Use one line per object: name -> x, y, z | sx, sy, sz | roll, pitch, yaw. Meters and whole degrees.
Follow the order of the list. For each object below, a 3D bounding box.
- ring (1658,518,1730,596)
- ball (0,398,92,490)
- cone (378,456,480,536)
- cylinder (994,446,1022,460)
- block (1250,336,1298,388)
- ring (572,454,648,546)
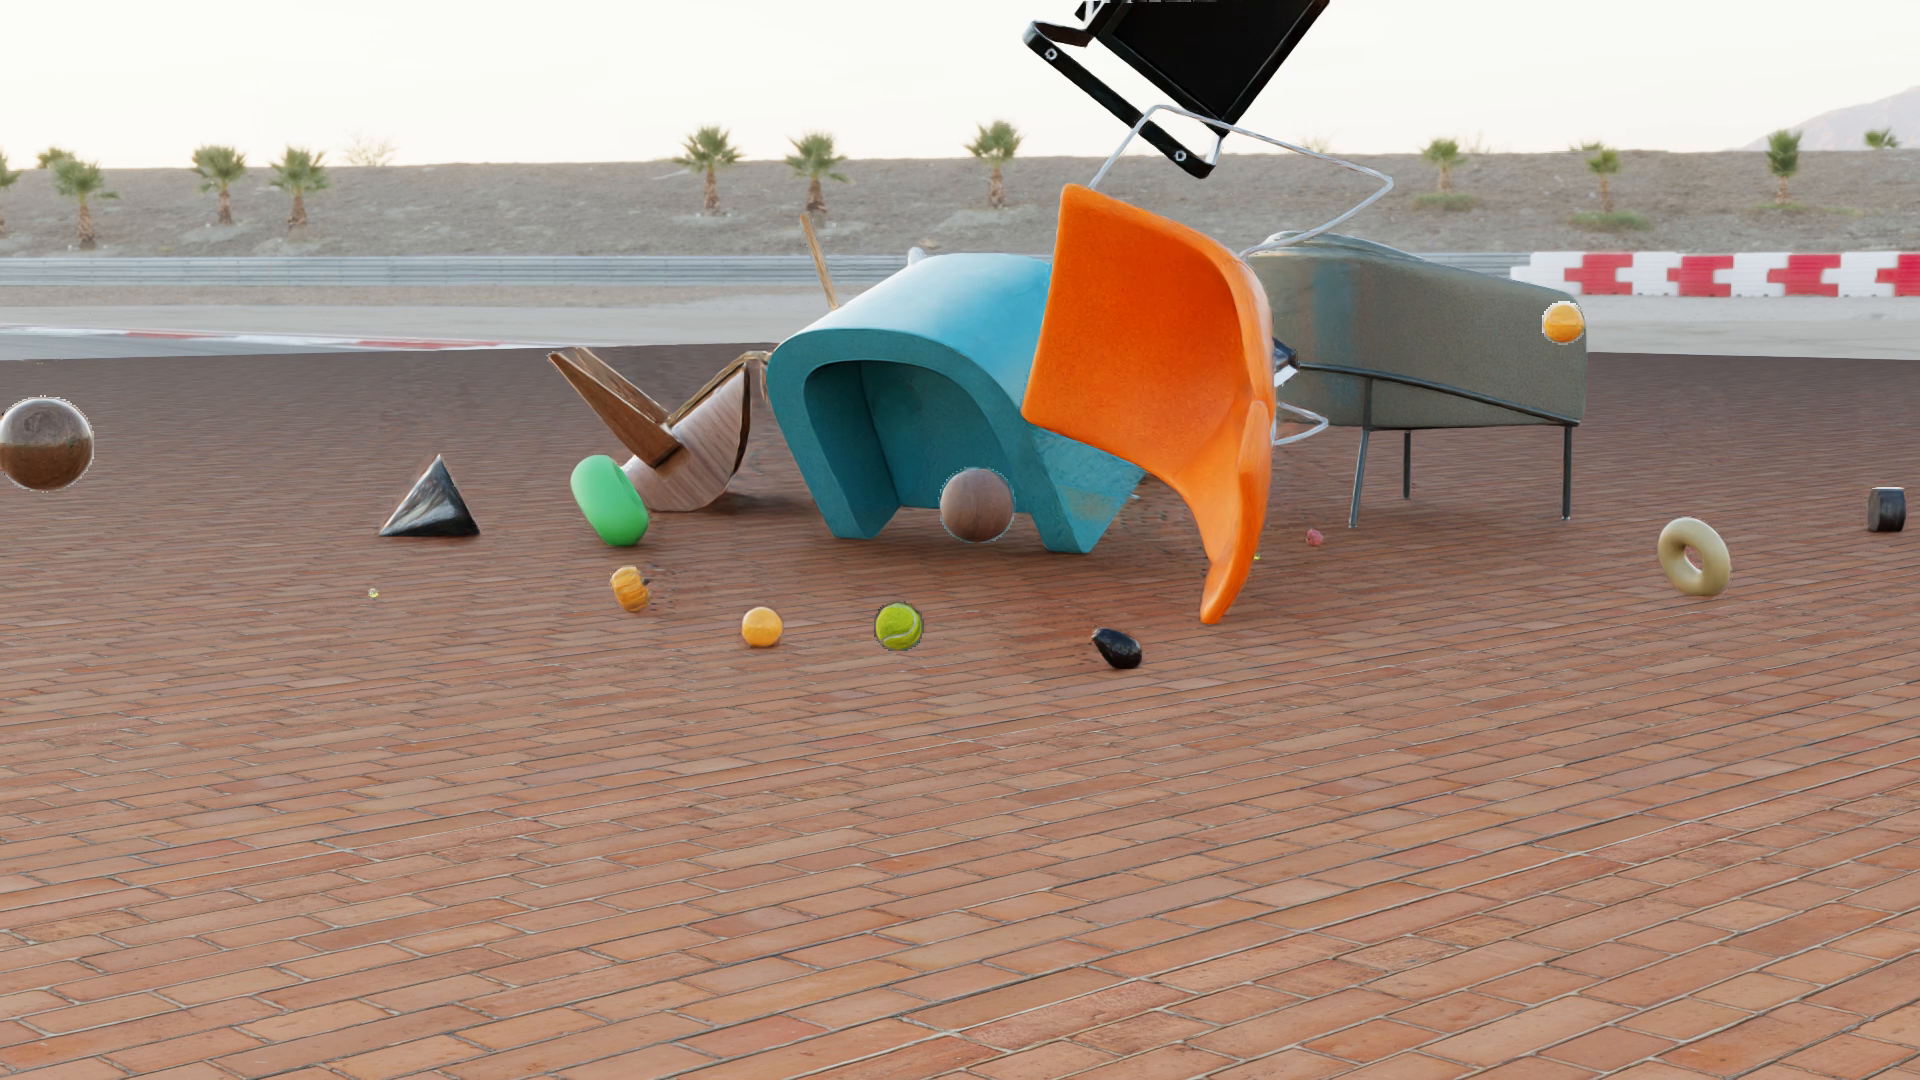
ring -> 1.515, 0.037, 5.293 | 0.057, 0.176, 0.156 | -24, -9, -35
ball -> -2.383, -0.250, 6.674 | 0.240, 0.240, 0.240 | 0, 6, 0
cone -> -1.374, -0.062, 6.514 | 0.231, 0.242, 0.211 | -28, -34, -9
cylinder -> 0.170, -0.311, 9.194 | 0.087, 0.049, 0.057 | -4, -4, -36
block -> 0.714, -0.404, 5.841 | 0.072, 0.064, 0.077 | -36, 51, -17
ring -> -0.865, -0.097, 6.338 | 0.116, 0.211, 0.343 | -36, 31, 1
